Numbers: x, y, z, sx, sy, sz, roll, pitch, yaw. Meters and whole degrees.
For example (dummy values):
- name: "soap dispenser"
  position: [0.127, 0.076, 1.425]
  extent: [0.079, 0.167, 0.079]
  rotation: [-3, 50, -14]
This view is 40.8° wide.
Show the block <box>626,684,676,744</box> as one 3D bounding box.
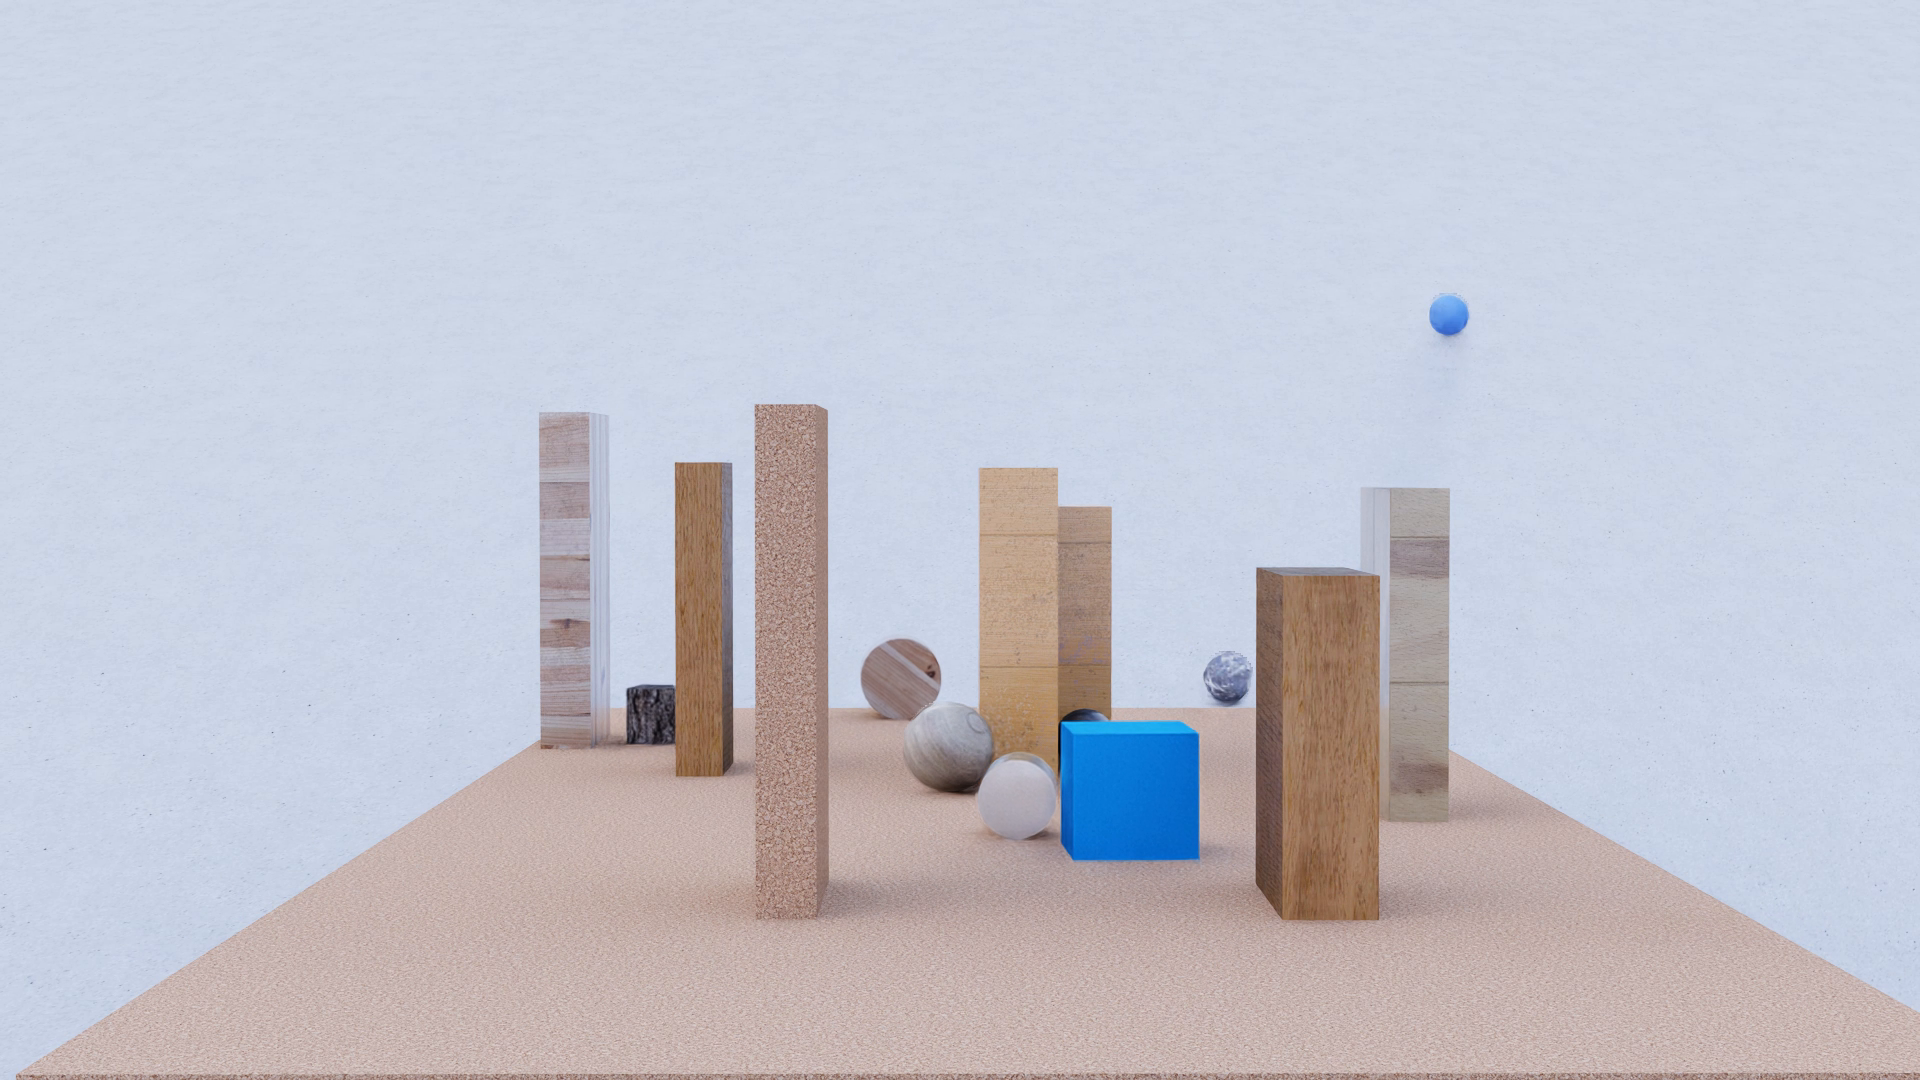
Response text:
- name: "block"
  position: [-0.667, 0.388, 5.751]
  extent: [0.121, 0.121, 0.121]
  rotation: [0, 2, 10]

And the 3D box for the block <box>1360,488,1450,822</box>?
- name: "block"
  position: [0.785, 0.193, 4.567]
  extent: [0.102, 0.571, 0.319]
  rotation: [0, 1, 0]

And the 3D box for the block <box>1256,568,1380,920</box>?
- name: "block"
  position: [0.495, 0.274, 3.593]
  extent: [0.129, 0.460, 0.310]
  rotation: [0, 1, 0]

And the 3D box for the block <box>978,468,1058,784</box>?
- name: "block"
  position: [0.111, 0.162, 5.072]
  extent: [0.149, 0.608, 0.368]
  rotation: [0, 1, 0]

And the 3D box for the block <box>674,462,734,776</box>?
- name: "block"
  position: [-0.514, 0.153, 5.194]
  extent: [0.092, 0.619, 0.247]
  rotation: [0, 1, 0]

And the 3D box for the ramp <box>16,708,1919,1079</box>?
- name: "ramp"
  position: [0.058, 0.529, 4.566]
  extent: [2.000, 0.100, 4.000]
  rotation: [0, 1, 0]

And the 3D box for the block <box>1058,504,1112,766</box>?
- name: "block"
  position: [0.240, 0.191, 5.449]
  extent: [0.136, 0.529, 0.398]
  rotation: [0, 1, 0]

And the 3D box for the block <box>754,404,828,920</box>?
- name: "block"
  position: [-0.233, 0.159, 3.609]
  extent: [0.082, 0.689, 0.330]
  rotation: [0, 1, 0]

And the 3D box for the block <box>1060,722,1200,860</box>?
- name: "block"
  position: [0.266, 0.394, 4.078]
  extent: [0.195, 0.195, 0.195]
  rotation: [0, 1, -3]

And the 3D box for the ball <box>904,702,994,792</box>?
- name: "ball"
  position: [-0.021, 0.388, 4.832]
  extent: [0.168, 0.168, 0.168]
  rotation: [0, 26, 0]

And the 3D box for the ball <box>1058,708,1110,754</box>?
- name: "ball"
  position: [0.252, 0.401, 5.194]
  extent: [0.123, 0.123, 0.123]
  rotation: [0, 26, 0]

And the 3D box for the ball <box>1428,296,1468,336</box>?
- name: "ball"
  position: [1.735, -0.798, 9.156]
  extent: [0.141, 0.141, 0.141]
  rotation: [0, 26, 0]

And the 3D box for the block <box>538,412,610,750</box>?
- name: "block"
  position: [-0.855, 0.084, 5.739]
  extent: [0.109, 0.729, 0.323]
  rotation: [0, 1, 0]

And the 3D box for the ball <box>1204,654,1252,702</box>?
- name: "ball"
  position: [0.703, 0.361, 6.765]
  extent: [0.126, 0.126, 0.126]
  rotation: [0, 26, 0]

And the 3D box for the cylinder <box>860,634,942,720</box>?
- name: "cylinder"
  position: [-0.148, 0.334, 6.351]
  extent: [0.197, 0.197, 0.197]
  rotation: [-2, 2, -3]

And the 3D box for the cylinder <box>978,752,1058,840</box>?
- name: "cylinder"
  position: [0.097, 0.422, 4.271]
  extent: [0.129, 0.129, 0.129]
  rotation: [2, 2, 4]
